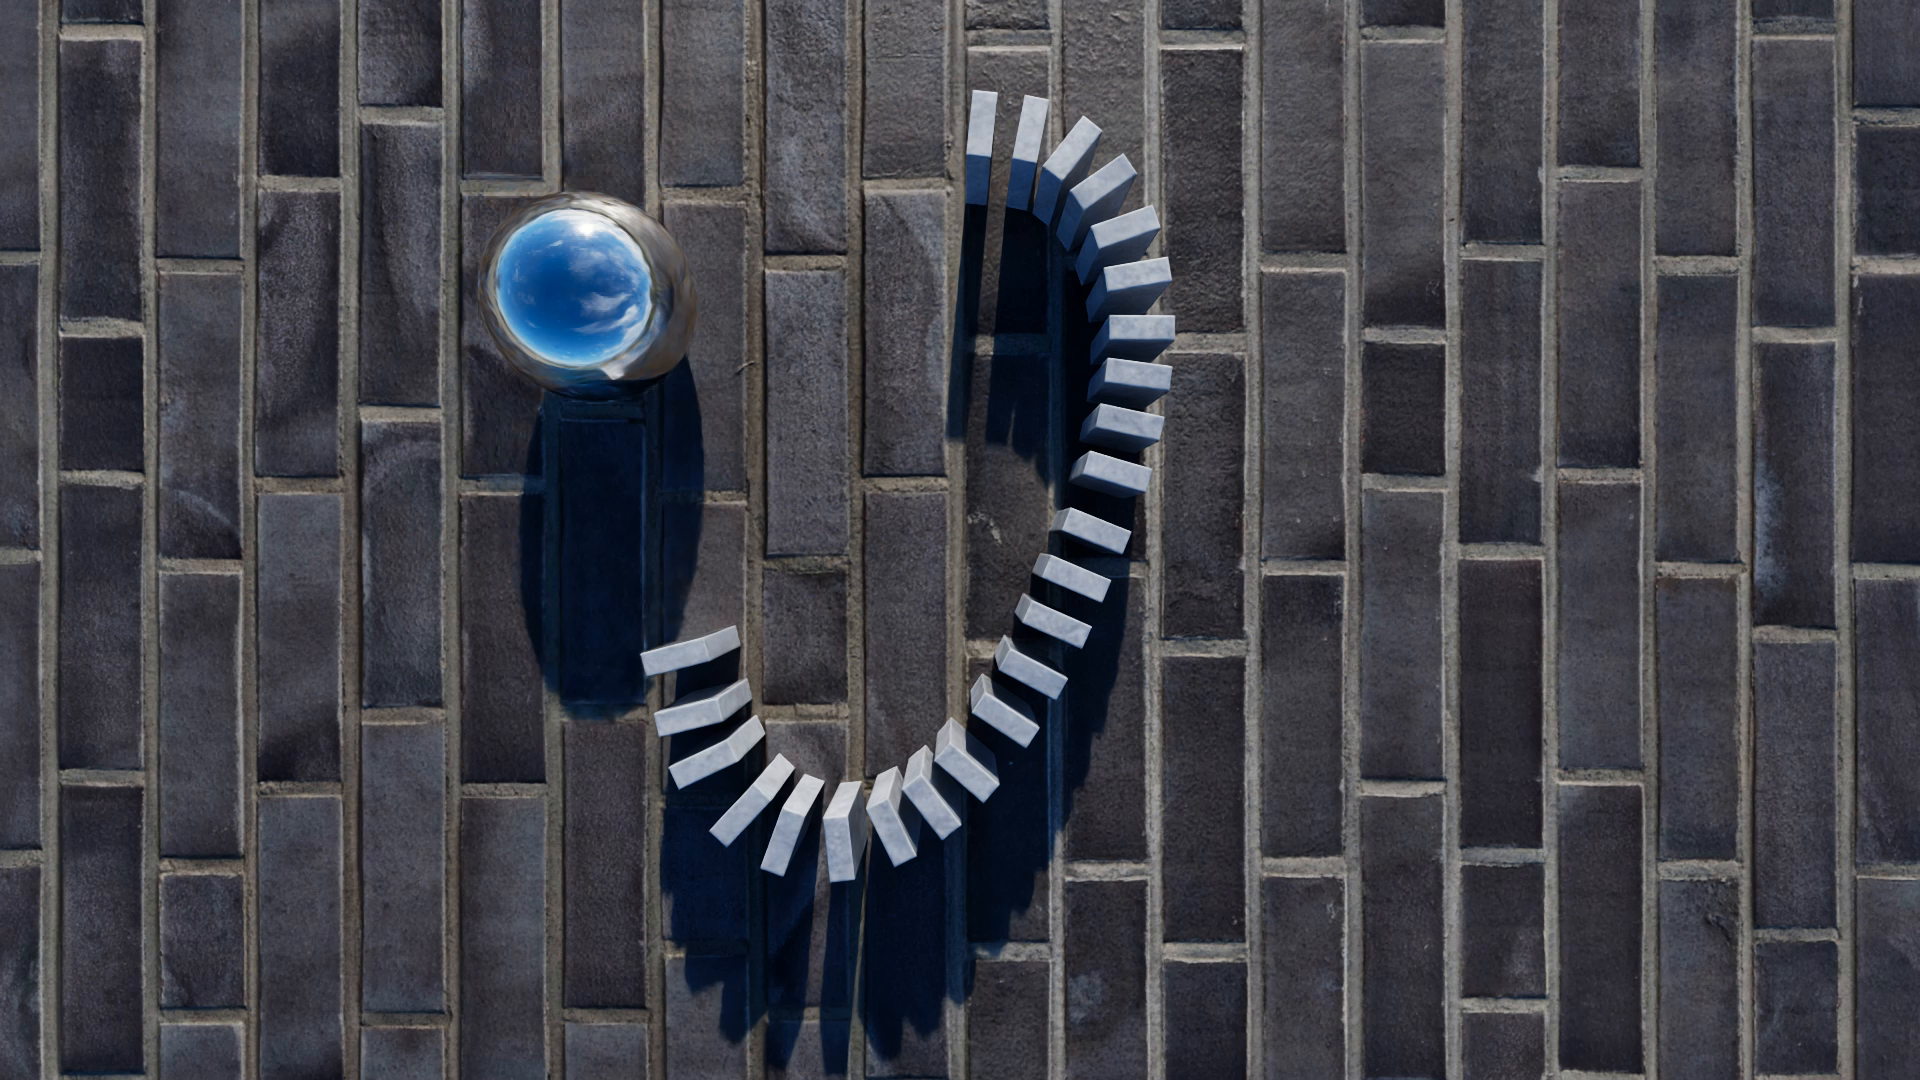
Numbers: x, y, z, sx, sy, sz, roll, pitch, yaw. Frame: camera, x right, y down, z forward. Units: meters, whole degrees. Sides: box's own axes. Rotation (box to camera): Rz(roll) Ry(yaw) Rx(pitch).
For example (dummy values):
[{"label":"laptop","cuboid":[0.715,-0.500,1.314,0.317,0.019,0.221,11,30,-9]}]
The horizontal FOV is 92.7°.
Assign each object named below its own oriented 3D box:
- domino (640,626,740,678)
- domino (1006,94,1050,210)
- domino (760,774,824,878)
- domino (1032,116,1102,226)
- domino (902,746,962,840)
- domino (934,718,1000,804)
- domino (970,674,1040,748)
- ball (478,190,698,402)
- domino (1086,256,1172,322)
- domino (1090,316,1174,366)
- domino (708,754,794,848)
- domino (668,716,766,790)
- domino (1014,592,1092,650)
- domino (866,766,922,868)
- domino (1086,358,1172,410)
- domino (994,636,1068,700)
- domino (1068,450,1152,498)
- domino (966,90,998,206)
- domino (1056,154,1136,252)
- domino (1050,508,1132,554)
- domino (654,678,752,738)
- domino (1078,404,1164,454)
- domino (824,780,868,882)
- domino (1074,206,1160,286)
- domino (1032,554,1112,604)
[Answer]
[{"label":"domino","cuboid":[-0.109,0.045,0.375,0.025,0.050,0.010,-14,90,0]},{"label":"domino","cuboid":[0.027,-0.157,0.375,0.010,0.050,0.025,11,90,0]},{"label":"domino","cuboid":[-0.068,0.115,0.375,0.009,0.050,0.025,20,90,0]},{"label":"domino","cuboid":[0.043,-0.150,0.375,0.009,0.050,0.025,39,90,0]},{"label":"domino","cuboid":[-0.011,0.102,0.375,0.010,0.050,0.025,-38,90,0]},{"label":"domino","cuboid":[0.003,0.089,0.375,0.025,0.050,0.010,41,90,0]},{"label":"domino","cuboid":[0.017,0.069,0.375,0.025,0.050,0.009,33,90,0]},{"label":"ball","cuboid":[-0.145,-0.095,0.360,0.080,0.080,0.080,0,90,0]},{"label":"domino","cuboid":[0.068,-0.101,0.375,0.025,0.050,0.009,-10,90,0]},{"label":"domino","cuboid":[0.070,-0.081,0.375,0.025,0.050,0.009,0,90,0]},{"label":"domino","cuboid":[-0.084,0.105,0.375,0.009,0.050,0.025,43,90,0]},{"label":"domino","cuboid":[-0.098,0.086,0.375,0.025,0.050,0.010,-25,90,0]},{"label":"domino","cuboid":[0.037,0.032,0.375,0.025,0.050,0.009,24,90,0]},{"label":"domino","cuboid":[-0.026,0.112,0.375,0.009,0.050,0.025,-26,90,0]},{"label":"domino","cuboid":[0.068,-0.063,0.375,0.025,0.050,0.010,8,90,0]},{"label":"domino","cuboid":[0.028,0.051,0.375,0.025,0.050,0.010,28,90,0]},{"label":"domino","cuboid":[0.060,-0.026,0.375,0.025,0.050,0.010,16,90,0]},{"label":"domino","cuboid":[0.008,-0.159,0.375,0.009,0.050,0.025,6,90,0]},{"label":"domino","cuboid":[0.055,-0.137,0.375,0.025,0.050,0.010,-35,90,0]},{"label":"domino","cuboid":[0.052,-0.003,0.375,0.025,0.050,0.009,22,90,0]},{"label":"domino","cuboid":[-0.104,0.068,0.375,0.025,0.050,0.009,-14,90,0]},{"label":"domino","cuboid":[0.065,-0.045,0.375,0.025,0.050,0.009,12,90,0]},{"label":"domino","cuboid":[-0.046,0.118,0.375,0.009,0.050,0.025,-6,90,0]},{"label":"domino","cuboid":[0.063,-0.120,0.375,0.025,0.050,0.010,-19,90,0]},{"label":"domino","cuboid":[0.045,0.015,0.375,0.025,0.050,0.010,23,90,0]}]
